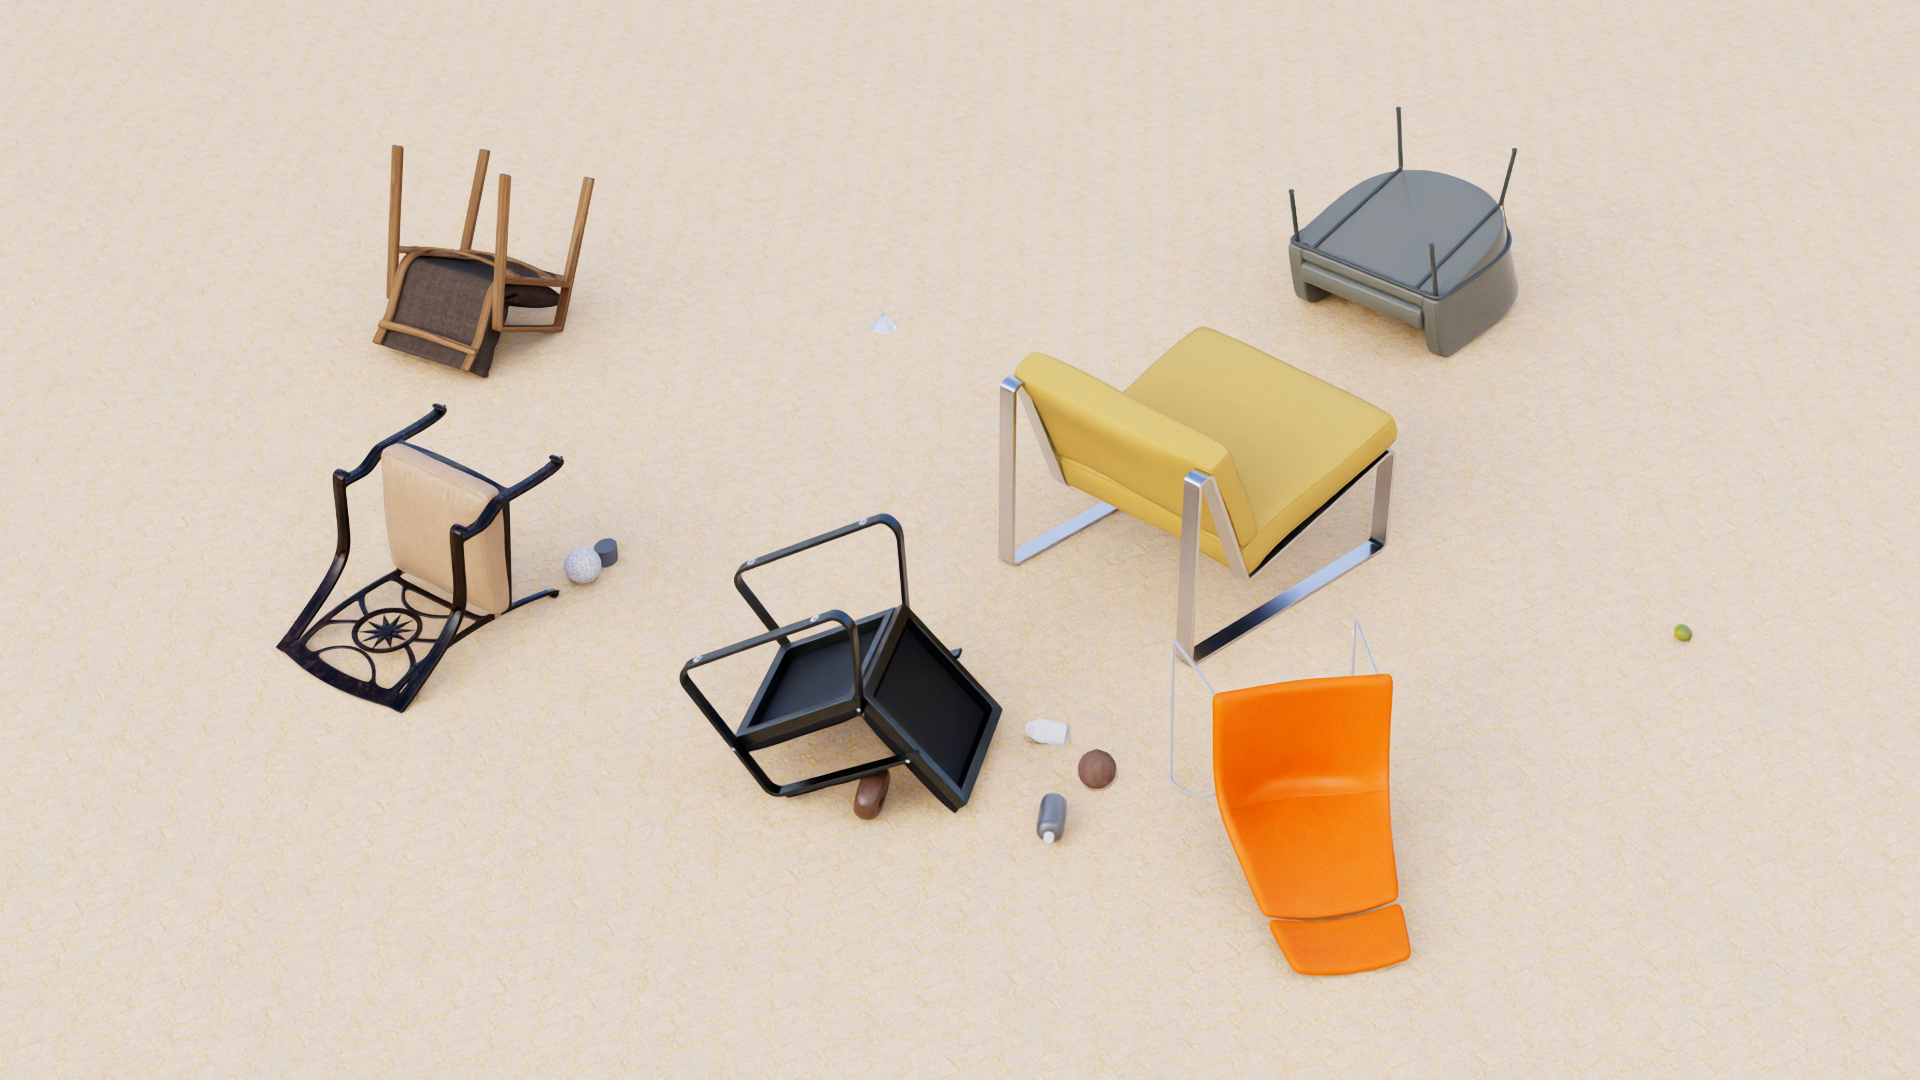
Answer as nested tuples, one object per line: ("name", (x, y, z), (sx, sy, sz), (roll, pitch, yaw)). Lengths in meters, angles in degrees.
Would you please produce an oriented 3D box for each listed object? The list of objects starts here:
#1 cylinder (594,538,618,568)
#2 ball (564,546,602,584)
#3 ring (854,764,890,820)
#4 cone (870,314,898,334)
("cylinder", (-1.306, 0.048, 10.814), (0.080, 0.063, 0.103), (10, 35, 15))
("ball", (-1.375, 0.091, 10.682), (0.137, 0.137, 0.137), (0, 33, 0))
("ring", (-0.287, 0.821, 9.557), (0.082, 0.157, 0.213), (14, 42, 8))
("cone", (-0.320, -0.922, 12.284), (0.120, 0.066, 0.116), (14, 36, 20))
